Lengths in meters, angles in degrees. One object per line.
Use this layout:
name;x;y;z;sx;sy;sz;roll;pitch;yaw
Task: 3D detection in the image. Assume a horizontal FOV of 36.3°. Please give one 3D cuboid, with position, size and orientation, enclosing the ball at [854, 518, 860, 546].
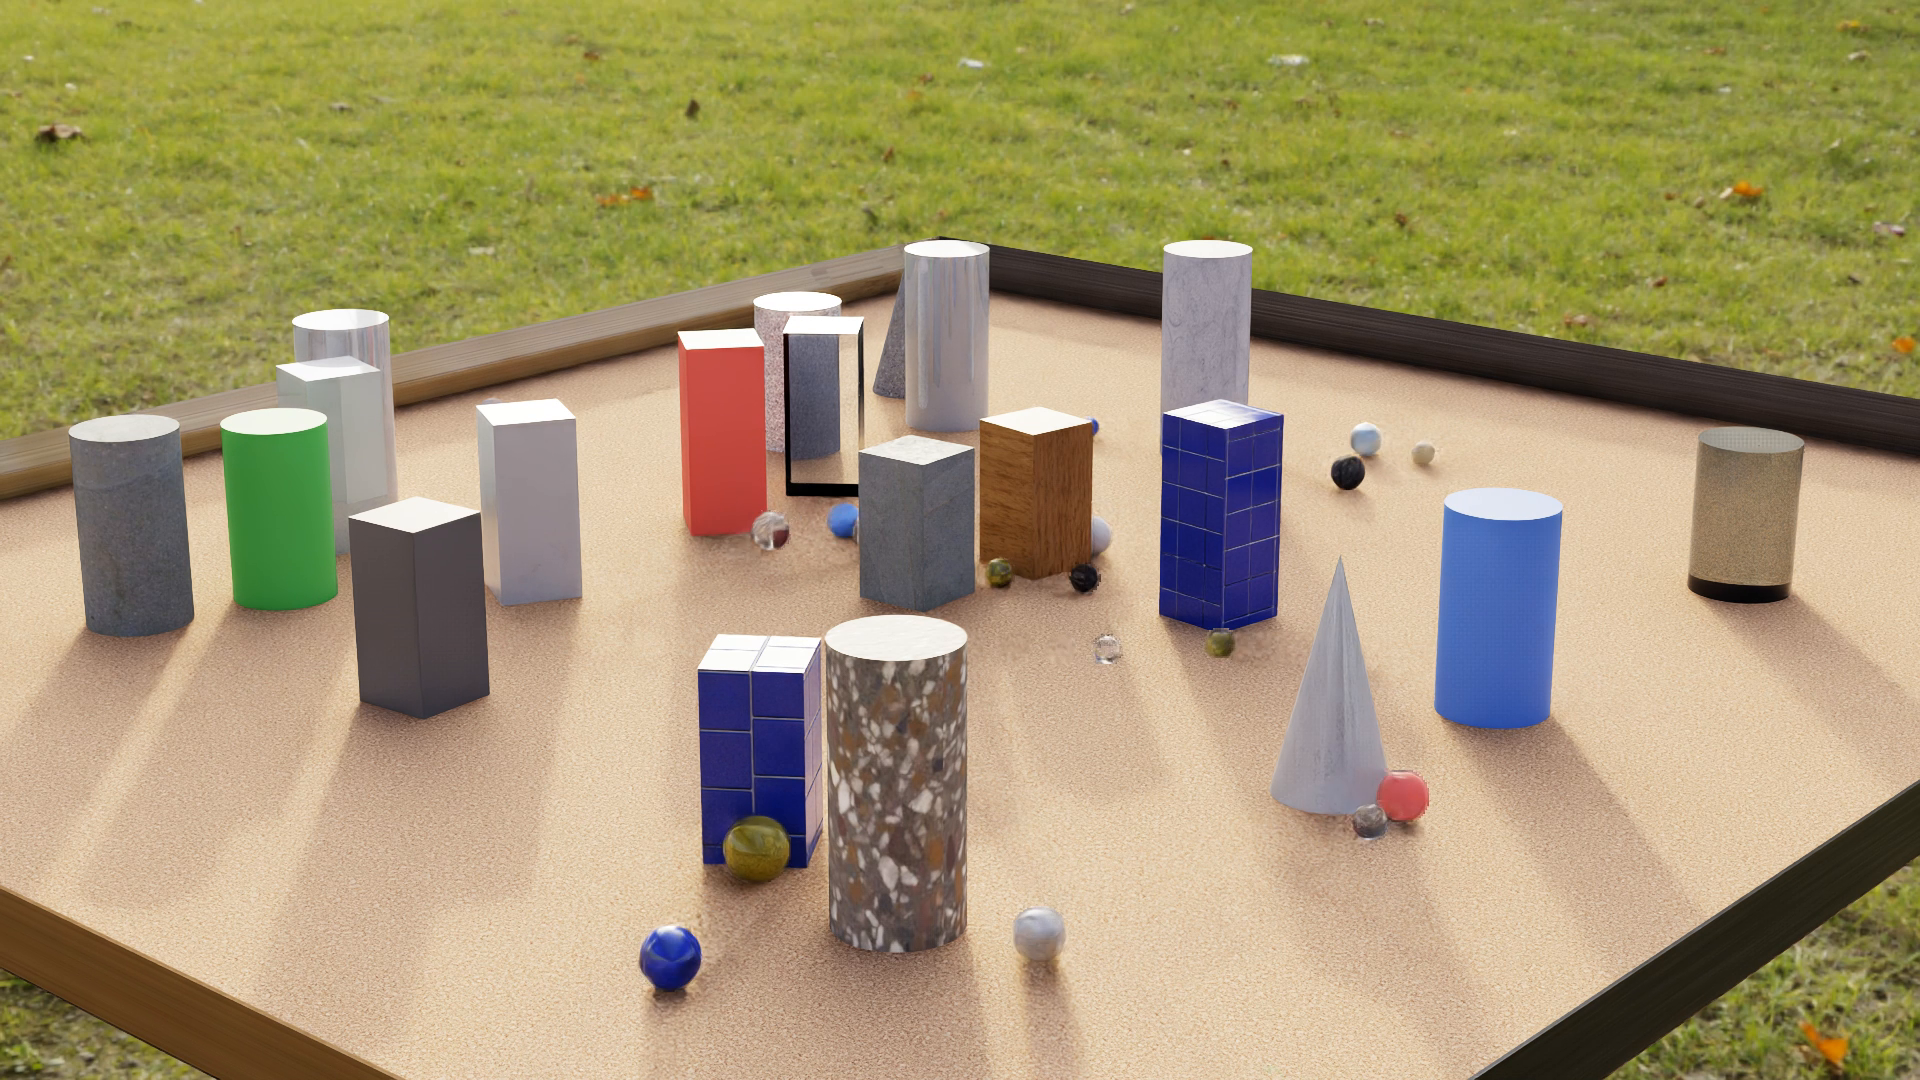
ball;-0.149;-0.016;5.316;0.088;0.088;0.088;0;17;0

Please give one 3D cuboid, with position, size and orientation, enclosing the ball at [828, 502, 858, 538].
ball;-0.214;-0.036;5.429;0.064;0.064;0.064;0;17;0

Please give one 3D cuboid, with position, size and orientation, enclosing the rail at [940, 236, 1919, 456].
rail;1.266;-0.394;6.517;3.538;0.116;0.045;14;22;39

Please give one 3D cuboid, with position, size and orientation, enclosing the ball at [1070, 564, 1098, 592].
ball;0.217;0.065;5.118;0.050;0.050;0.050;0;17;0

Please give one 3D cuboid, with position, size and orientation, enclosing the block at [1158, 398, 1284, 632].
block;0.440;-0.042;4.947;0.142;0.354;0.142;-15;22;-40

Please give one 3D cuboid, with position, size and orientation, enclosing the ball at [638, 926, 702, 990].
ball;-0.355;0.512;3.597;0.079;0.079;0.079;0;17;0

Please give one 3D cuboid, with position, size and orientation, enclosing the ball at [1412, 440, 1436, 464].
ball;0.935;-0.176;5.918;0.048;0.048;0.048;0;17;0

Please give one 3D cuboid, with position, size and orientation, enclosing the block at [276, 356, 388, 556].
block;-1.144;-0.153;5.355;0.142;0.330;0.142;-11;20;-33

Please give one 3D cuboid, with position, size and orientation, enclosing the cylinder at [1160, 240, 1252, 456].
cylinder;0.498;-0.381;5.945;0.178;0.425;0.178;0;17;0

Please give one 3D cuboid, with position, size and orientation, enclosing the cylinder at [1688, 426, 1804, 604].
cylinder;1.366;-0.045;5.103;0.178;0.269;0.178;0;17;0

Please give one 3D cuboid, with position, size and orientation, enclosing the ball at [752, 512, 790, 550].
ball;-0.346;-0.017;5.355;0.069;0.069;0.069;0;17;0

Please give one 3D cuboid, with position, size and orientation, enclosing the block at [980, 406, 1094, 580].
block;0.135;-0.085;5.240;0.142;0.266;0.142;-14;22;-38

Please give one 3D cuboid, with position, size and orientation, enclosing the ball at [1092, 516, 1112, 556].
ball;0.238;-0.008;5.318;0.074;0.074;0.074;0;17;0

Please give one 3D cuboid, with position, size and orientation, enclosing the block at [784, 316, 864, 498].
block;-0.264;-0.261;5.719;0.142;0.325;0.142;1;17;3

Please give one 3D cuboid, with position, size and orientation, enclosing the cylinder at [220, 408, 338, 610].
cylinder;-1.174;-0.054;5.061;0.178;0.312;0.178;0;17;0

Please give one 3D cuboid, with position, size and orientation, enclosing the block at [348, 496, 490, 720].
block;-0.840;0.104;4.560;0.142;0.300;0.142;12;21;35

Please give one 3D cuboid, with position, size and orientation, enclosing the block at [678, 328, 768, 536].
block;-0.443;-0.202;5.473;0.142;0.356;0.142;-3;17;-11

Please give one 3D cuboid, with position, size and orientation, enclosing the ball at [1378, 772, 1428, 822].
ball;0.620;0.360;4.114;0.070;0.070;0.070;0;17;0

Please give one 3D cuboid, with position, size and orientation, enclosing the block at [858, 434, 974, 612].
block;-0.074;-0.030;5.069;0.142;0.261;0.142;13;21;36

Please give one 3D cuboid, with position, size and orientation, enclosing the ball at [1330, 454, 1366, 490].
ball;0.760;-0.133;5.740;0.068;0.068;0.068;0;17;0

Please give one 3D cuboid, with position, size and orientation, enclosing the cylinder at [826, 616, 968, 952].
cylinder;-0.080;0.309;3.731;0.178;0.390;0.178;0;17;0

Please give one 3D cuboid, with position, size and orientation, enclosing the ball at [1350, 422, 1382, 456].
ball;0.828;-0.206;5.983;0.067;0.067;0.067;0;17;0

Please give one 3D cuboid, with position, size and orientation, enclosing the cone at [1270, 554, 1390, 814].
cone;0.535;0.190;4.173;0.178;0.360;0.178;0;17;0

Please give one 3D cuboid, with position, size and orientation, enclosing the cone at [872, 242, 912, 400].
cone;-0.106;-0.496;6.474;0.178;0.337;0.178;0;17;0

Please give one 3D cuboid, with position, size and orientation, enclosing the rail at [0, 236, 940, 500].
rail;-1.318;-0.303;6.217;0.045;0.116;3.908;14;22;39

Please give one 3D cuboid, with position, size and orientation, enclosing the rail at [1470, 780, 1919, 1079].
rail;1.318;0.361;4.027;0.045;0.116;3.908;14;22;39

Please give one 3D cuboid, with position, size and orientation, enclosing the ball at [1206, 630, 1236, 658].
ball;0.426;0.170;4.781;0.047;0.047;0.047;0;17;0

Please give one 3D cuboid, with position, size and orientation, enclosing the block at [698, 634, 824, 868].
block;-0.270;0.287;3.993;0.142;0.280;0.142;2;17;6

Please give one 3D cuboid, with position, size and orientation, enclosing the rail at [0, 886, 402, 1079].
rail;-1.266;0.452;3.727;3.538;0.116;0.045;14;22;39

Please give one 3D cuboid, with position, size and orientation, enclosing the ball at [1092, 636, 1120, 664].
ball;0.238;0.179;4.752;0.045;0.045;0.045;0;17;0

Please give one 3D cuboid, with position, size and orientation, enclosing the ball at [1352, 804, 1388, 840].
ball;0.566;0.390;4.049;0.050;0.050;0.050;0;17;0

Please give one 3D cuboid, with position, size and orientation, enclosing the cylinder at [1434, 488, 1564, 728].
cylinder;0.826;0.103;4.507;0.178;0.332;0.178;0;17;0

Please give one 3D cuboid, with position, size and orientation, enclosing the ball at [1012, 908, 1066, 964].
ball;0.099;0.495;3.670;0.068;0.068;0.068;0;17;0

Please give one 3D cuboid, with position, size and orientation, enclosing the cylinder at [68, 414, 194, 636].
cylinder;-1.390;-0.025;4.923;0.178;0.336;0.178;0;17;0

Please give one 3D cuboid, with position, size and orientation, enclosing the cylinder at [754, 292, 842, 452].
cylinder;-0.333;-0.346;6.049;0.178;0.298;0.178;0;17;0

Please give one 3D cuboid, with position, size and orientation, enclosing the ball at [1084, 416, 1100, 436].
ball;0.269;-0.236;6.122;0.043;0.043;0.043;0;17;0

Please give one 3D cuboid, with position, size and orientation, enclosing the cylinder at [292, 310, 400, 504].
cylinder;-1.168;-0.241;5.582;0.178;0.367;0.178;0;17;0

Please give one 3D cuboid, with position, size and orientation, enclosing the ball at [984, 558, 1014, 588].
ball;0.069;0.058;5.142;0.051;0.051;0.051;0;17;0

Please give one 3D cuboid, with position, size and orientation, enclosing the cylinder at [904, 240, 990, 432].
cylinder;-0.027;-0.431;6.197;0.178;0.374;0.178;0;17;0

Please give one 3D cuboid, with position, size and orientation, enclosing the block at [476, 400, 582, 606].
block;-0.747;-0.067;5.086;0.142;0.321;0.142;-6;18;-20

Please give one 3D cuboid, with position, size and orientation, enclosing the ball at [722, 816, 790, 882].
ball;-0.272;0.412;3.910;0.089;0.089;0.089;0;17;0
